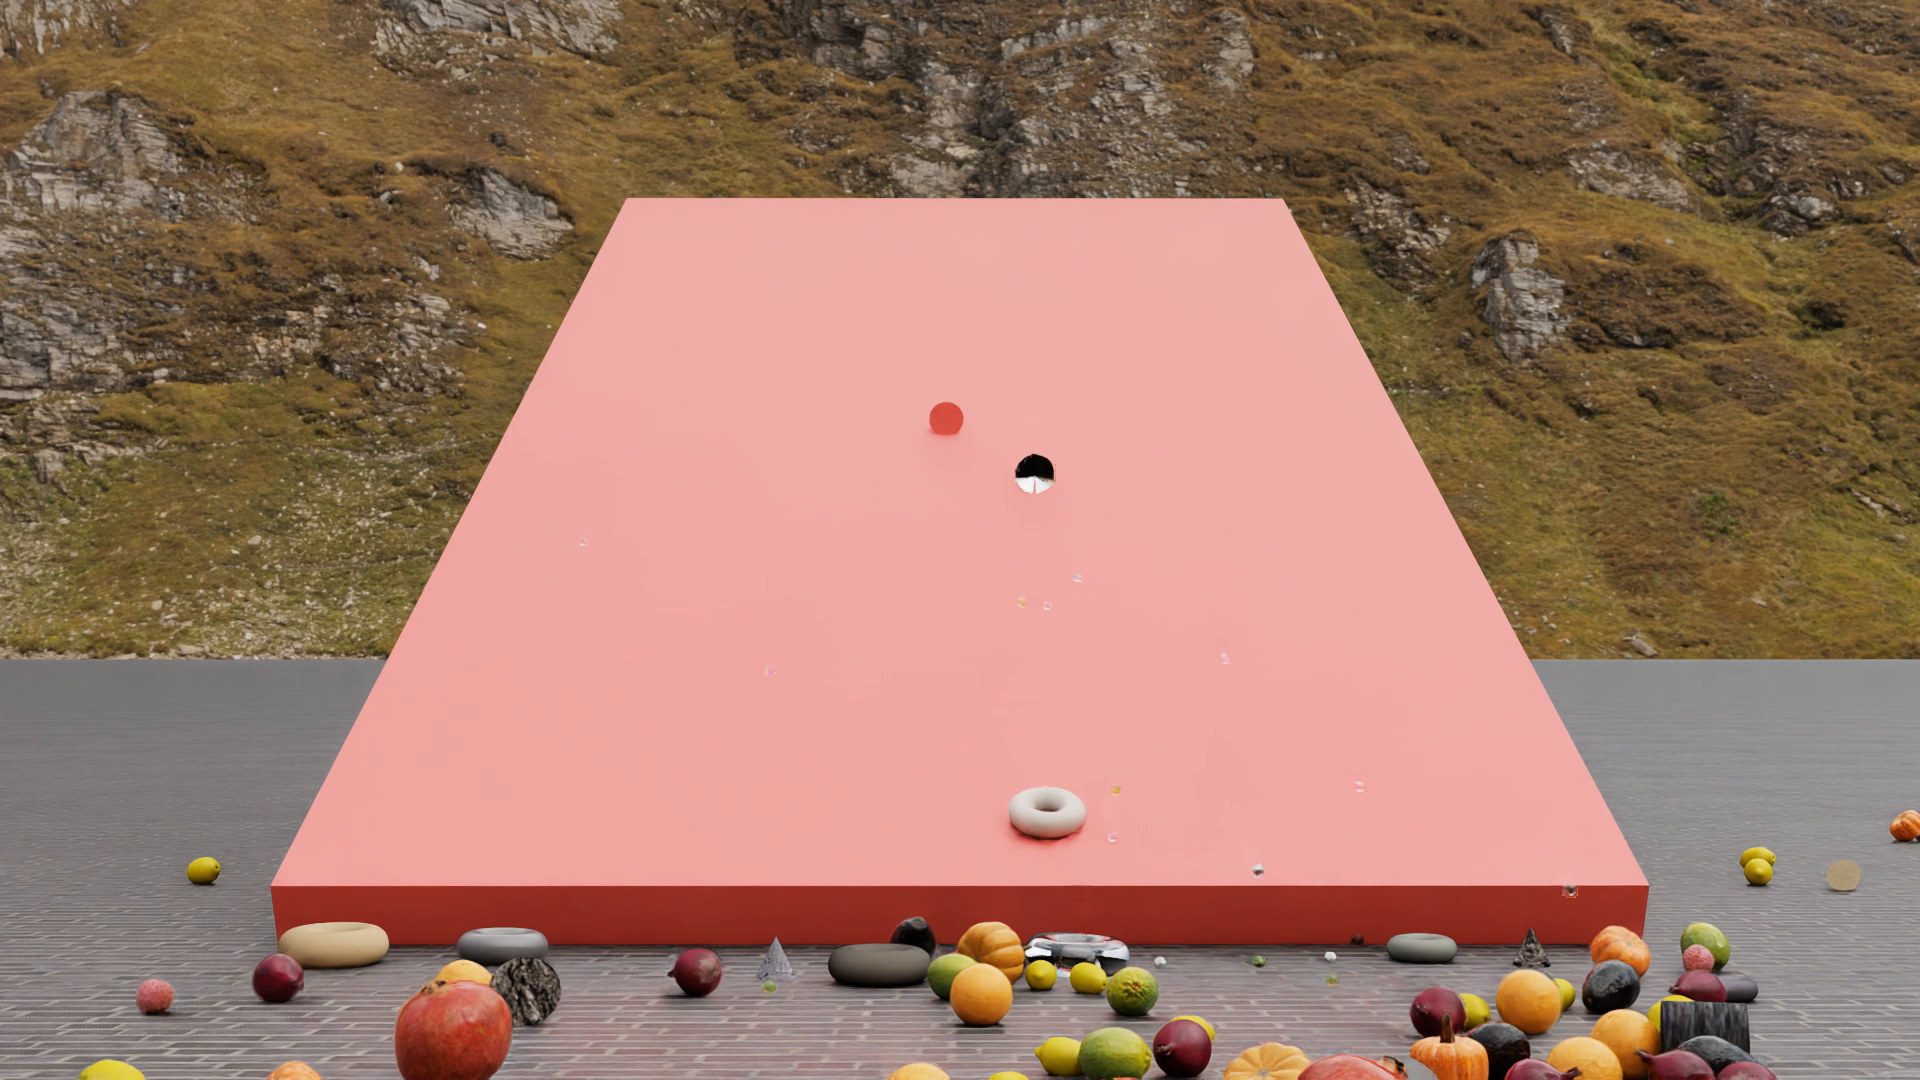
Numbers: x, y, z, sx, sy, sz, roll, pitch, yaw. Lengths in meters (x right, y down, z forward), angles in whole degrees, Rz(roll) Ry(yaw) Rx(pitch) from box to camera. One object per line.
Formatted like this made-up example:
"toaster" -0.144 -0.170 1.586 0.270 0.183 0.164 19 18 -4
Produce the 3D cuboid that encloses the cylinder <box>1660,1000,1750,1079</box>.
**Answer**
"cylinder" 0.741 0.500 2.296 0.080 0.080 0.080 -1 -3 14

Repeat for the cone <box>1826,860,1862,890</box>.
"cone" 1.607 0.619 4.179 0.060 0.060 0.060 -2 -30 31

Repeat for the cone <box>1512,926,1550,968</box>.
"cone" 0.784 0.556 3.163 0.053 0.053 0.053 0 -3 0

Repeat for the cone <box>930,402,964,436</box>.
"cone" -0.026 -0.265 5.132 0.077 0.077 0.077 0 -2 8

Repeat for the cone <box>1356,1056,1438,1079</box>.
"cone" 0.372 0.507 2.019 0.088 0.088 0.088 1 -29 -11

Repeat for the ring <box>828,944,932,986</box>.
"ring" -0.104 0.553 3.004 0.135 0.045 0.135 0 -4 0

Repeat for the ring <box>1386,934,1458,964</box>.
"ring" 0.644 0.569 3.216 0.097 0.032 0.097 0 -1 0

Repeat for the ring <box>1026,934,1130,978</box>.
"ring" 0.157 0.556 3.086 0.141 0.047 0.141 1 -3 0

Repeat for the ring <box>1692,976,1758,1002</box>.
"ring" 0.945 0.555 2.849 0.078 0.026 0.078 -1 -4 0

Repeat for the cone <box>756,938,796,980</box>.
"cone" -0.243 0.549 3.040 0.055 0.055 0.055 0 -3 0

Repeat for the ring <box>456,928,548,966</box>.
"ring" -0.635 0.564 3.204 0.126 0.042 0.126 1 -3 0

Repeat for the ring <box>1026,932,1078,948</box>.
"ring" 0.146 0.567 3.205 0.108 0.036 0.108 1 -3 0

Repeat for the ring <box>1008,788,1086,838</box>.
"ring" 0.132 0.413 3.506 0.118 0.039 0.118 1 22 0

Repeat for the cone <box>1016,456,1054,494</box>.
"cone" 0.158 -0.134 4.819 0.081 0.081 0.081 0 -1 6

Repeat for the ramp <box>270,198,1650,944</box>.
"ramp" -0.007 -0.224 5.210 2.000 0.100 4.000 0 23 0

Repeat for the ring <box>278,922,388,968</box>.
"ring" -0.864 0.559 3.182 0.149 0.050 0.149 0 -1 0

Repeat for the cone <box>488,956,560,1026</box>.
"cone" -0.509 0.541 2.699 0.083 0.083 0.083 1 -30 -11
